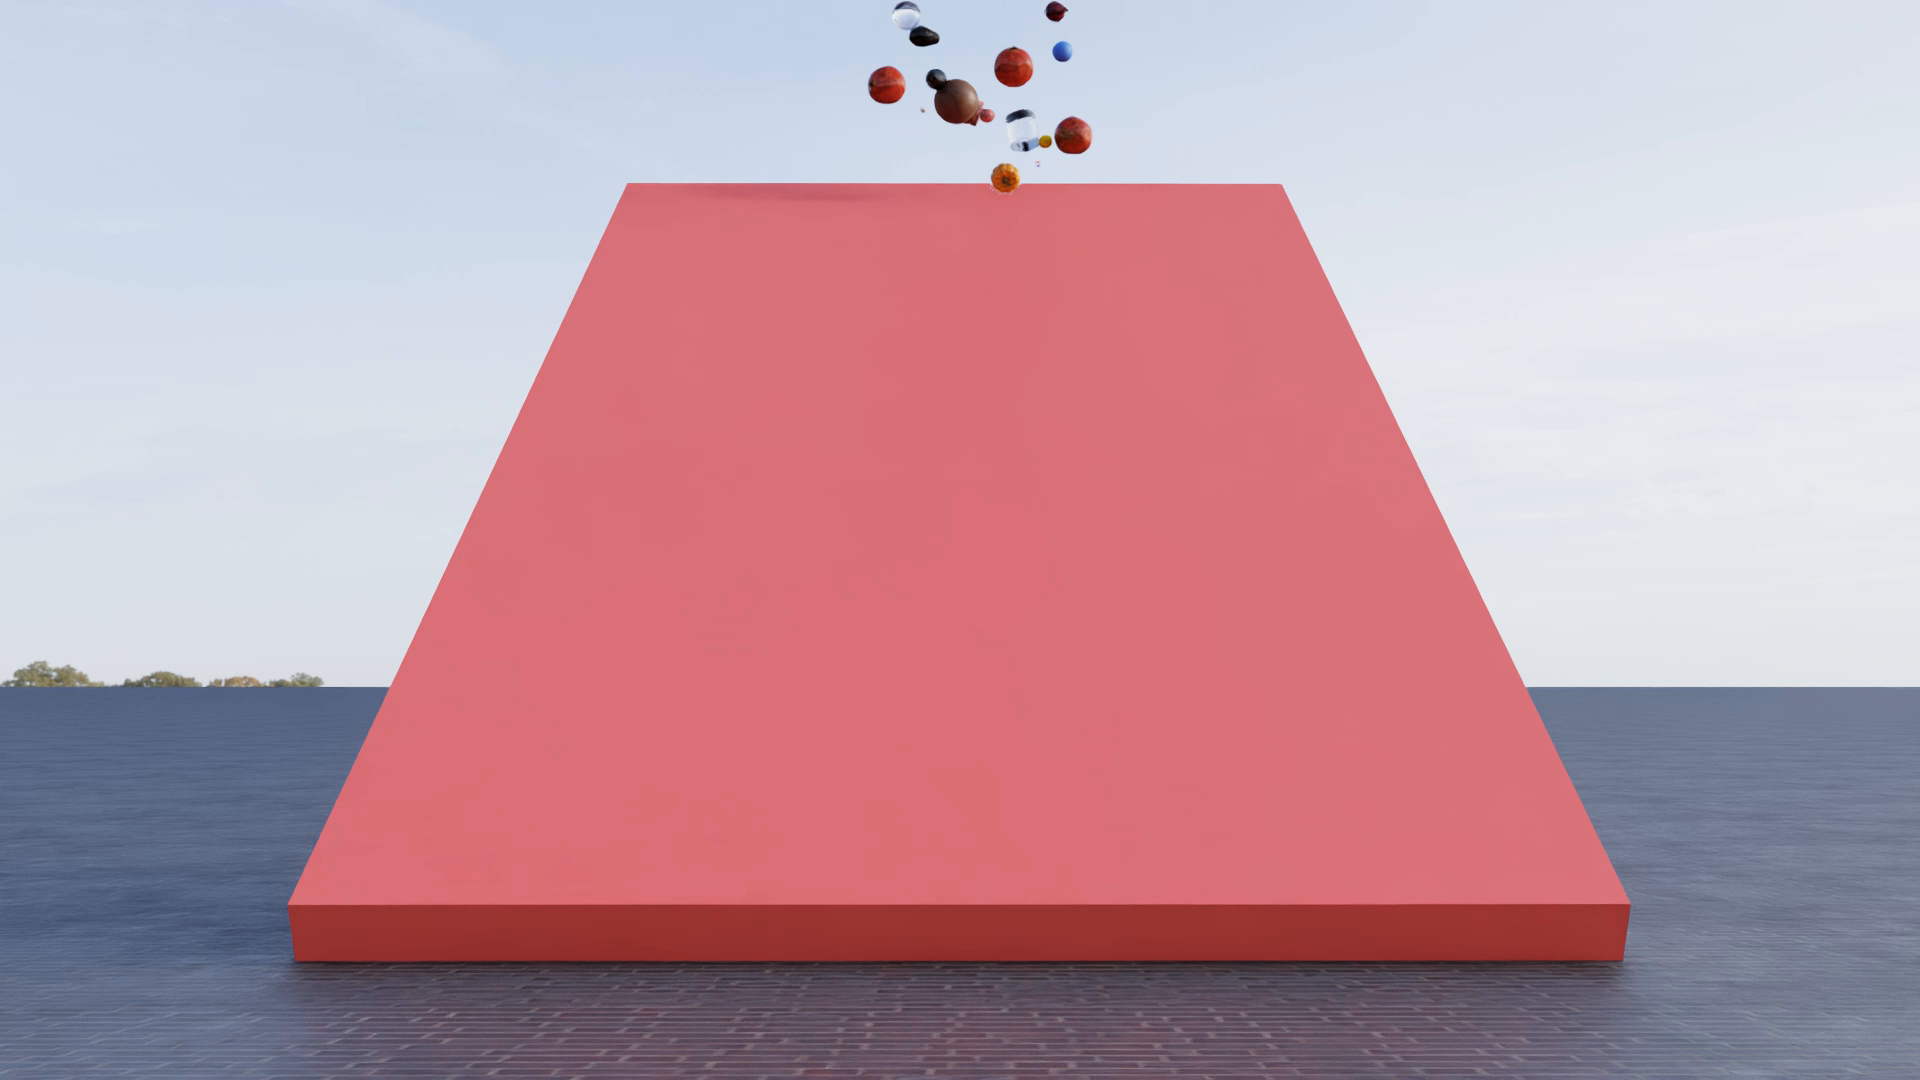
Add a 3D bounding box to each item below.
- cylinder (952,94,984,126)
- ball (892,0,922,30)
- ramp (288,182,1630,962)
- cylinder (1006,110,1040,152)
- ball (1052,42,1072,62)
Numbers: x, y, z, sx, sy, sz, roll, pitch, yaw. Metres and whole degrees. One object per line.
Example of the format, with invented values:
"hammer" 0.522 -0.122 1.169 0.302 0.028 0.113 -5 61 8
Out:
"cylinder" 0.023 -1.289 6.978 0.077 0.077 0.077 20 -4 0
"ball" -0.155 -1.520 6.747 0.084 0.084 0.084 0 -3 0
"ramp" -0.008 -0.228 5.312 2.000 0.100 4.000 0 24 0
"cylinder" 0.190 -1.239 7.053 0.093 0.093 0.093 -9 -19 -3
"ball" 0.309 -1.469 7.002 0.062 0.062 0.062 0 -3 0
